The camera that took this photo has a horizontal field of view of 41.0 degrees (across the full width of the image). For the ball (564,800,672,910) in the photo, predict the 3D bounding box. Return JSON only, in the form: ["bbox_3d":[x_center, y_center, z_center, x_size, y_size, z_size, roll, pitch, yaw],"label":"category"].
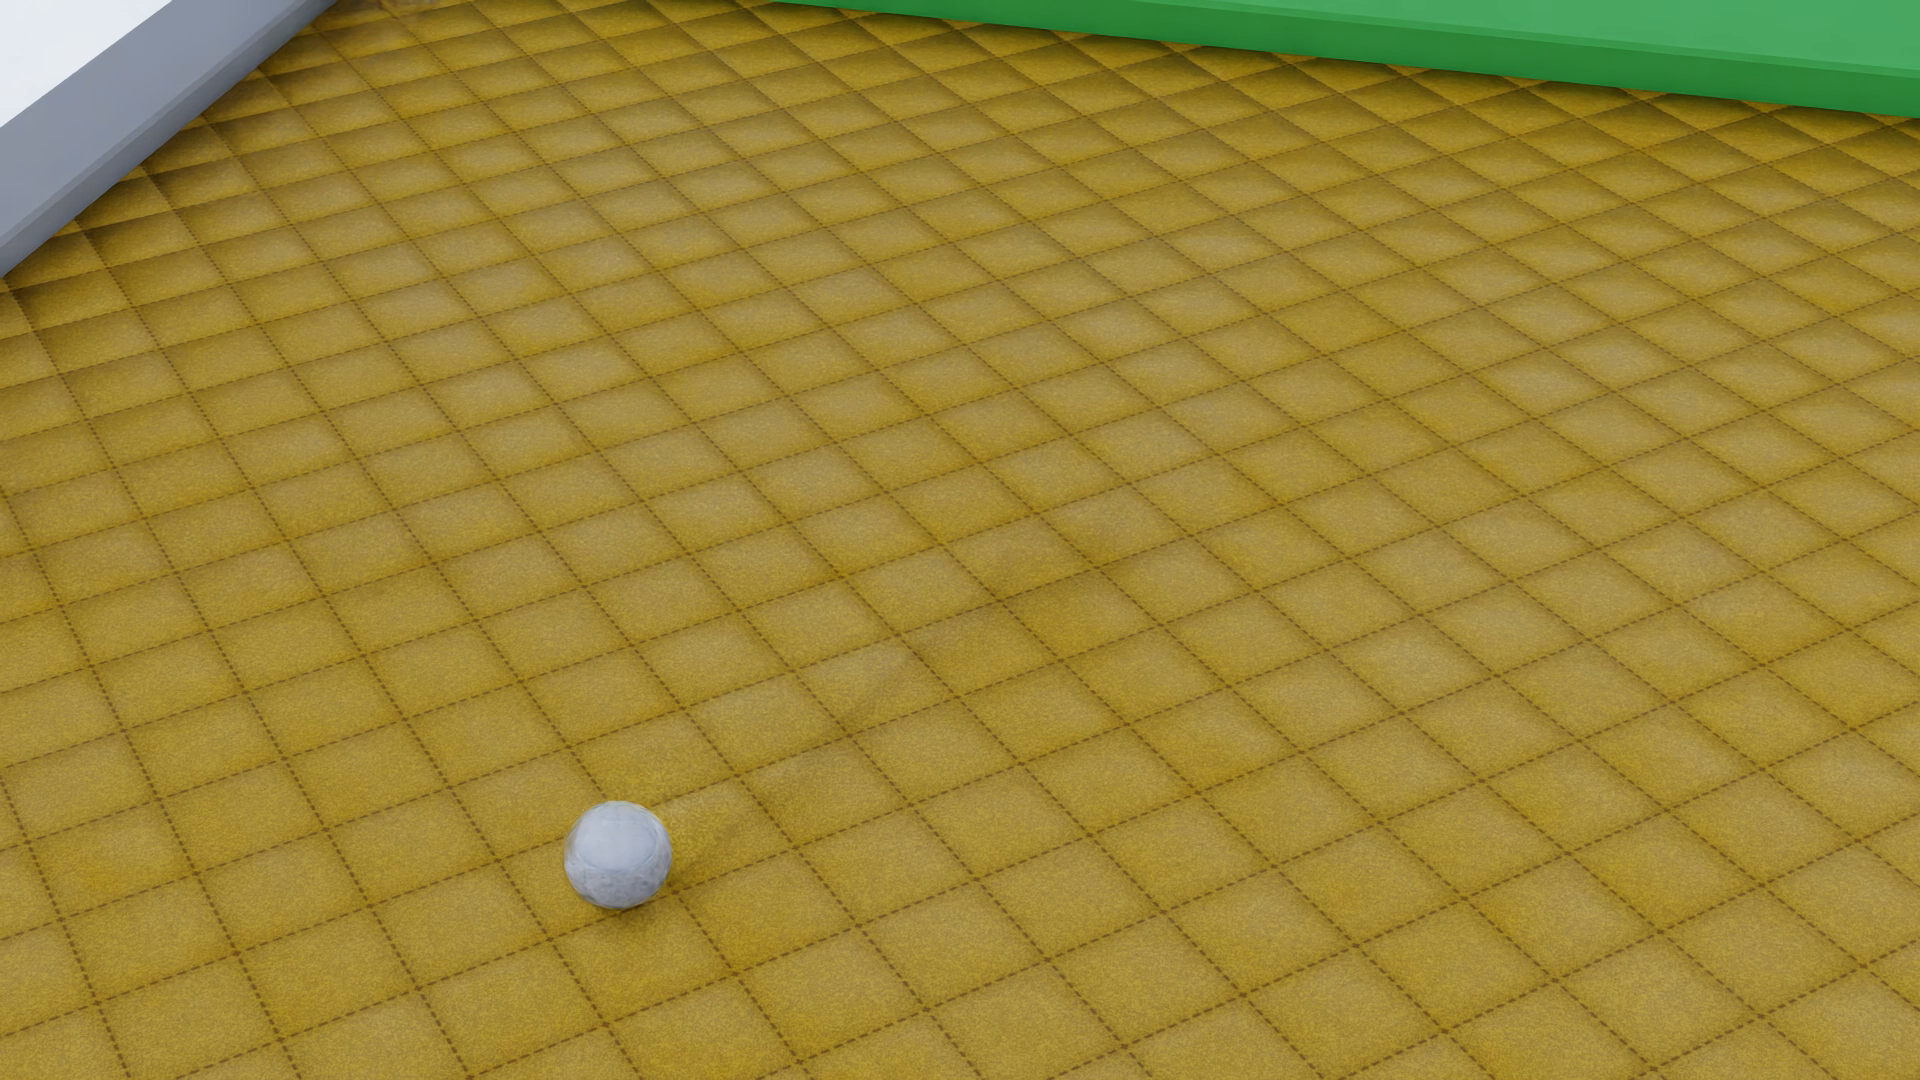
[{"bbox_3d":[-0.221,0.203,1.657,0.070,0.070,0.070,0,34,0],"label":"ball"}]

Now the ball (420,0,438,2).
[{"bbox_3d":[-0.607,-0.664,2.923,0.099,0.099,0.099,0,34,0],"label":"ball"}]

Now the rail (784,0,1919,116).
[{"bbox_3d":[1.226,-0.450,2.576,3.963,0.129,0.045,8,35,12],"label":"rail"}]

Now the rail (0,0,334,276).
[{"bbox_3d":[-0.936,-0.158,2.141,0.045,0.129,2.157,8,35,12],"label":"rail"}]
